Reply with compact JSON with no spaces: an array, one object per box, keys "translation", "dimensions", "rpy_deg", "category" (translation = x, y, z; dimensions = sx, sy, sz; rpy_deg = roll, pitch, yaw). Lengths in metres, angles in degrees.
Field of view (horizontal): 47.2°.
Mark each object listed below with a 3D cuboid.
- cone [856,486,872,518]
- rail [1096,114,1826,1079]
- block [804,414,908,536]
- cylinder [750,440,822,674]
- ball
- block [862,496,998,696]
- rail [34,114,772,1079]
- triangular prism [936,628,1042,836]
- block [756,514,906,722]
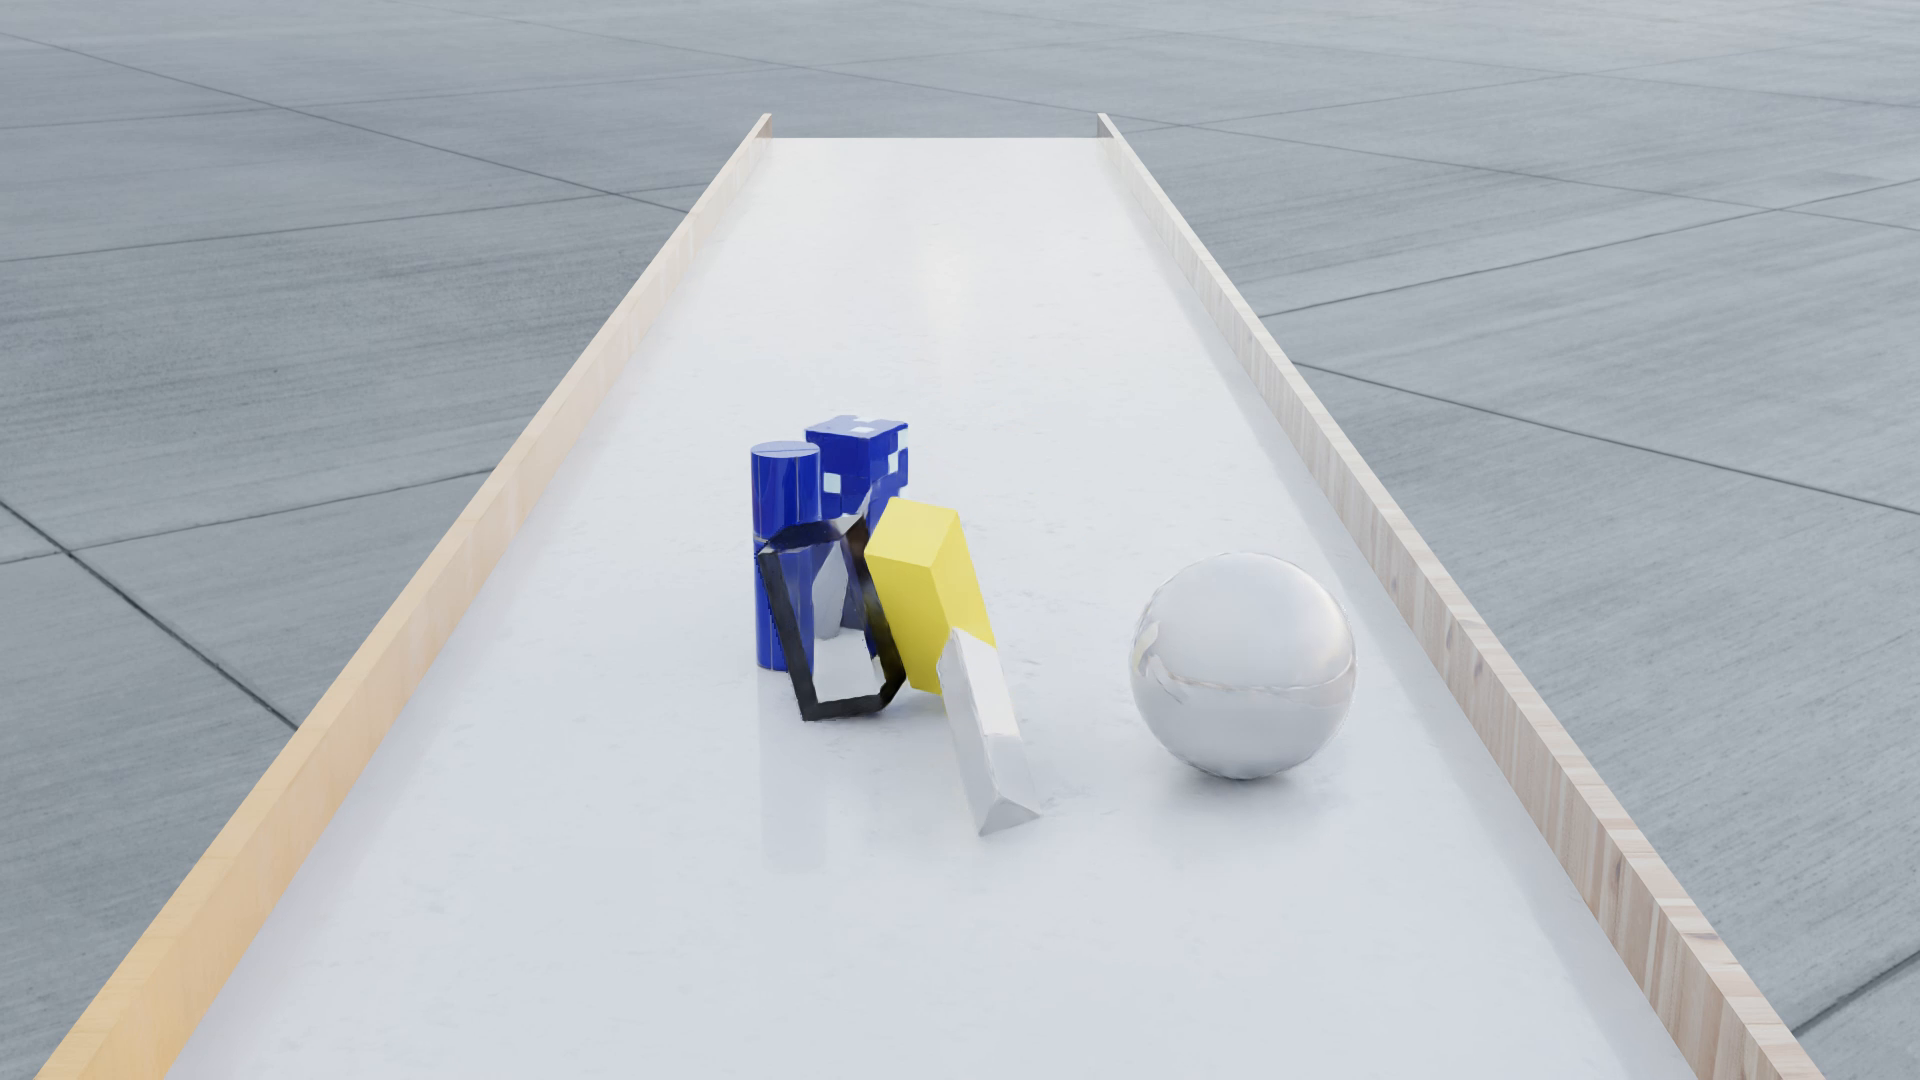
[{"translation":[-0.233,0.022,4.582],"dimensions":[0.100,0.310,0.100],"rpy_deg":[19,19,-7],"category":"cone"},{"translation":[0.932,-0.844,7.801],"dimensions":[0.050,0.150,12.000],"rpy_deg":[0,17,-1],"category":"rail"},{"translation":[-0.220,-0.051,4.704],"dimensions":[0.160,0.396,0.160],"rpy_deg":[9,19,27],"category":"block"},{"translation":[-0.341,0.033,4.346],"dimensions":[0.136,0.439,0.136],"rpy_deg":[0,17,0],"category":"cylinder"},{"translation":[0.488,0.216,3.809],"dimensions":[0.394,0.394,0.394],"rpy_deg":[0,17,0],"category":"ball"},{"translation":[-0.050,0.116,4.067],"dimensions":[0.130,0.441,0.130],"rpy_deg":[12,57,21],"category":"block"},{"translation":[-1.118,-0.838,7.780],"dimensions":[0.050,0.150,12.000],"rpy_deg":[0,17,-1],"category":"rail"},{"translation":[0.036,0.308,3.677],"dimensions":[0.108,0.093,0.362],"rpy_deg":[-17,48,2],"category":"triangular prism"},{"translation":[-0.235,0.145,4.094],"dimensions":[0.161,0.334,0.161],"rpy_deg":[-9,16,17],"category":"block"}]
